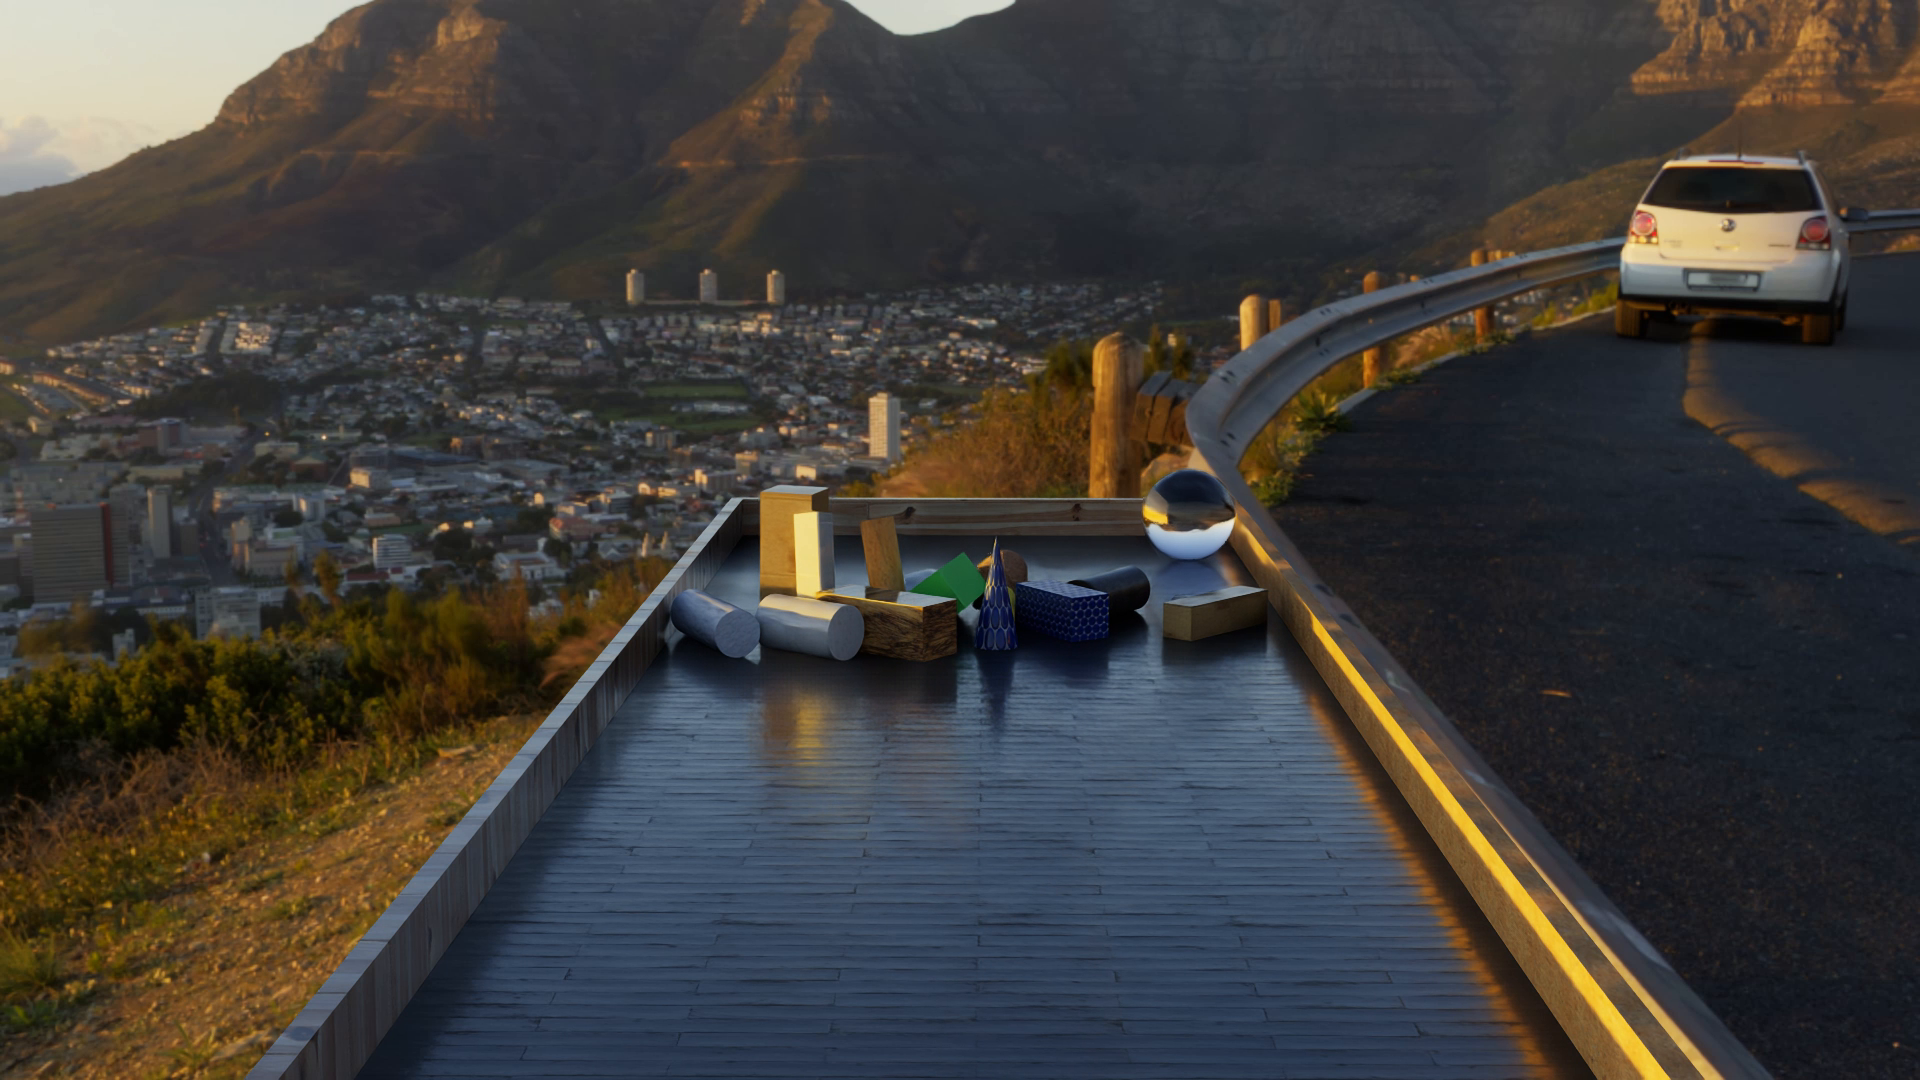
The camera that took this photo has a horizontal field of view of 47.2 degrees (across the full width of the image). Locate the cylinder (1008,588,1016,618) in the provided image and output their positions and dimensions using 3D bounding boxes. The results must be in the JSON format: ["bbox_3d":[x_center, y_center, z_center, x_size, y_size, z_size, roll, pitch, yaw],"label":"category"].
[{"bbox_3d":[0.130,0.233,7.209,0.103,0.103,0.407,0,9,2],"label":"cylinder"}]

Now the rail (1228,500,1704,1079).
[{"bbox_3d":[1.046,0.843,3.208,0.050,0.150,12.000,0,9,1],"label":"rail"}]

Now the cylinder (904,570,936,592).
[{"bbox_3d":[-0.169,0.177,7.558,0.105,0.105,0.323,5,10,27],"label":"cylinder"}]

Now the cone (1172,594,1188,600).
[{"bbox_3d":[0.870,0.233,7.377,0.393,0.103,0.103,2,5,-43],"label":"cone"}]

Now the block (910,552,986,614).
[{"bbox_3d":[-0.043,0.172,7.249,0.151,0.151,0.380,-36,-1,16],"label":"block"}]

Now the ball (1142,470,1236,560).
[{"bbox_3d":[0.884,-0.097,8.490,0.354,0.354,0.354,0,9,0],"label":"ball"}]

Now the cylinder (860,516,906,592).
[{"bbox_3d":[-0.247,0.101,7.221,0.114,0.344,0.114,-9,0,0],"label":"cylinder"}]

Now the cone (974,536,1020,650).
[{"bbox_3d":[0.114,0.156,6.888,0.144,0.357,0.144,0,9,0],"label":"cone"}]

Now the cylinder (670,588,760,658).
[{"bbox_3d":[-0.771,0.259,6.903,0.149,0.149,0.405,-5,10,-26],"label":"cylinder"}]

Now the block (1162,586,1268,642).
[{"bbox_3d":[0.835,0.237,7.162,0.111,0.111,0.421,8,12,42],"label":"block"}]

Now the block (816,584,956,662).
[{"bbox_3d":[-0.231,0.256,6.852,0.428,0.170,0.170,7,11,37],"label":"block"}]

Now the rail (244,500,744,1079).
[{"bbox_3d":[-1.004,0.839,3.234,0.050,0.150,12.000,0,9,1],"label":"rail"}]

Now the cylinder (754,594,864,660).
[{"bbox_3d":[-0.465,0.267,6.776,0.304,0.171,0.171,7,11,38],"label":"cylinder"}]

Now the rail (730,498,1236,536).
[{"bbox_3d":[0.099,-0.098,9.147,2.100,0.150,0.050,0,9,1],"label":"rail"}]

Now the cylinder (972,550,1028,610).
[{"bbox_3d":[0.130,0.141,7.596,0.164,0.164,0.347,2,9,10],"label":"cylinder"}]

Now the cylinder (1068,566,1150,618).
[{"bbox_3d":[0.485,0.185,7.355,0.153,0.153,0.339,6,11,34],"label":"cylinder"}]

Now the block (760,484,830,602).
[{"bbox_3d":[-0.543,0.056,7.218,0.176,0.447,0.176,4,10,15],"label":"block"}]

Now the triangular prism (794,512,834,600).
[{"bbox_3d":[-0.444,0.110,7.044,0.106,0.394,0.122,0,-4,-42],"label":"triangular prism"}]

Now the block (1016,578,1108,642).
[{"bbox_3d":[0.329,0.226,7.125,0.142,0.142,0.320,-6,11,-32],"label":"block"}]
